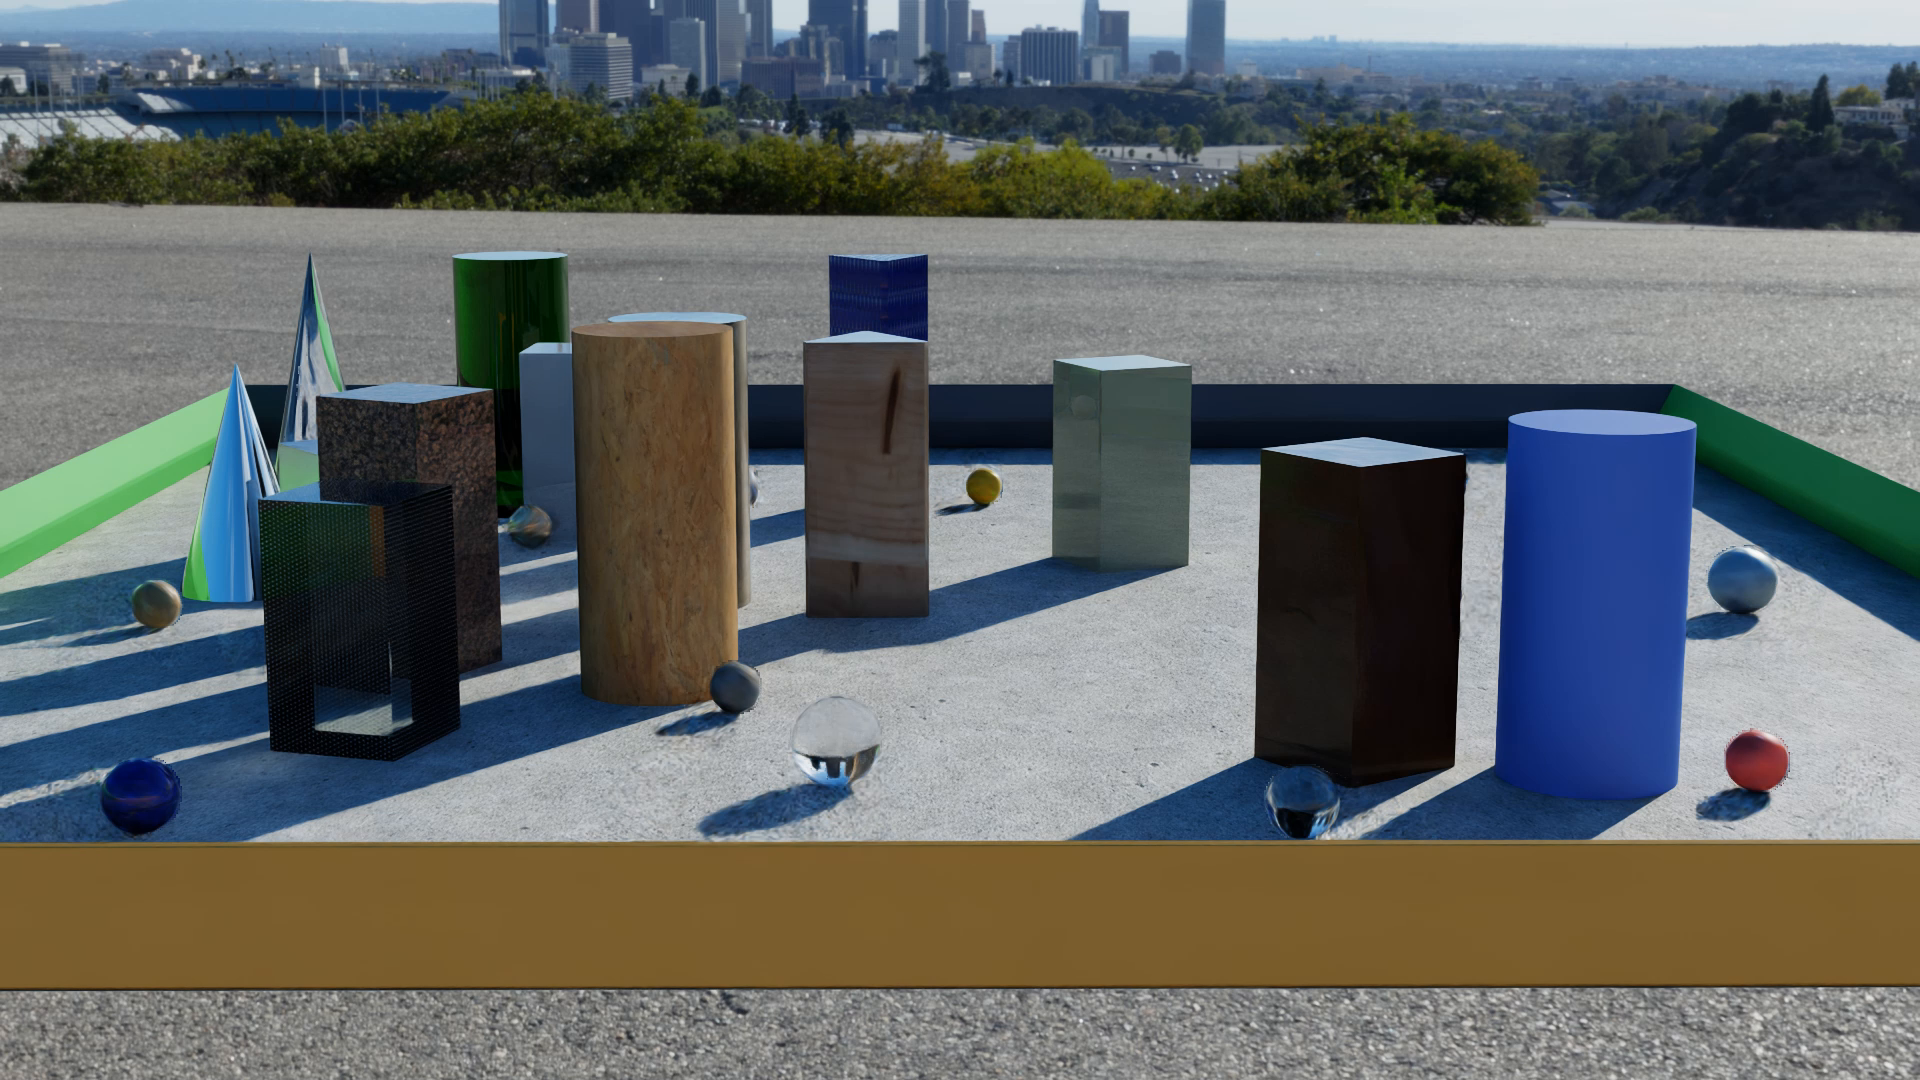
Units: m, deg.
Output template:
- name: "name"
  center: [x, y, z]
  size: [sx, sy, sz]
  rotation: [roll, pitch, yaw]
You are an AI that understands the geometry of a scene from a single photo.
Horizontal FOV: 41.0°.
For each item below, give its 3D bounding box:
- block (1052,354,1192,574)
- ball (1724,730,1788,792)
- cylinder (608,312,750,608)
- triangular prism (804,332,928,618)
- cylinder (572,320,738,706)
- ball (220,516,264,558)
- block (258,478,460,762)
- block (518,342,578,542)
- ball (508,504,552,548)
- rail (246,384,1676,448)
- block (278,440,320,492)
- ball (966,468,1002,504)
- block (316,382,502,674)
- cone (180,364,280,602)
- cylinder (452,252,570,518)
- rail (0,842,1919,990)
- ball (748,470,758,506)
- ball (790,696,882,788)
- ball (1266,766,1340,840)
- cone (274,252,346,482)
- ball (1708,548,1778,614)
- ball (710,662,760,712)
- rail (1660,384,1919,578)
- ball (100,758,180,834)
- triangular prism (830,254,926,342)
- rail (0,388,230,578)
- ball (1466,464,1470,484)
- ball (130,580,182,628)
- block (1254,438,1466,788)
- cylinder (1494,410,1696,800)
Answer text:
- name: "block"
  center: [0.235, -0.113, 3.753]
  size: [0.148, 0.294, 0.148]
  rotation: [-5, 12, -25]
- name: "ball"
  center: [0.803, 0.223, 2.588]
  size: [0.061, 0.061, 0.061]
  rotation: [0, 11, 0]
- name: "cylinder"
  center: [-0.377, -0.106, 3.463]
  size: [0.185, 0.386, 0.185]
  rotation: [0, 11, 0]
- name: "triangular prism"
  center: [-0.125, -0.090, 3.434]
  size: [0.160, 0.366, 0.138]
  rotation: [0, 11, -2]
- name: "cylinder"
  center: [-0.353, -0.035, 2.982]
  size: [0.185, 0.423, 0.185]
  rotation: [0, 11, 0]
- name: "ball"
  center: [-1.063, -0.003, 3.797]
  size: [0.061, 0.061, 0.061]
  rotation: [0, 11, 0]
- name: "block"
  center: [-0.644, 0.082, 2.764]
  size: [0.148, 0.273, 0.148]
  rotation: [3, 11, 17]
- name: "block"
  center: [-0.593, -0.154, 3.982]
  size: [0.148, 0.289, 0.148]
  rotation: [0, 11, 1]
- name: "ball"
  center: [-0.650, -0.020, 3.877]
  size: [0.065, 0.065, 0.065]
  rotation: [0, 11, 0]
- name: "rail"
  center: [-0.008, -0.231, 4.849]
  size: [2.734, 0.120, 0.045]
  rotation: [0, 11, 0]
- name: "block"
  center: [-0.785, -0.008, 3.349]
  size: [0.148, 0.235, 0.148]
  rotation: [-8, 13, -37]
- name: "ball"
  center: [0.039, -0.090, 4.262]
  size: [0.060, 0.060, 0.060]
  rotation: [0, 11, 0]
- name: "block"
  center: [-0.662, -0.011, 3.094]
  size: [0.148, 0.335, 0.148]
  rotation: [5, 12, 27]
- name: "cone"
  center: [-0.995, -0.089, 3.555]
  size: [0.185, 0.319, 0.185]
  rotation: [0, 11, 0]
- name: "cylinder"
  center: [-0.727, -0.256, 4.186]
  size: [0.185, 0.415, 0.185]
  rotation: [0, 11, 0]
- name: "rail"
  center: [0.008, 0.293, 2.050]
  size: [2.734, 0.120, 0.045]
  rotation: [0, 11, 0]
- name: "ball"
  center: [-0.367, -0.083, 4.173]
  size: [0.080, 0.080, 0.080]
  rotation: [0, 11, 0]
- name: "ball"
  center: [-0.126, 0.205, 2.600]
  size: [0.092, 0.092, 0.092]
  rotation: [0, 11, 0]
- name: "ball"
  center: [0.324, 0.248, 2.428]
  size: [0.070, 0.070, 0.070]
  rotation: [0, 11, 0]
- name: "cone"
  center: [-0.947, -0.201, 3.781]
  size: [0.185, 0.456, 0.185]
  rotation: [0, 11, 0]
- name: "ball"
  center: [1.042, 0.054, 3.415]
  size: [0.089, 0.089, 0.089]
  rotation: [0, 11, 0]
- name: "ball"
  center: [-0.254, 0.167, 2.899]
  size: [0.057, 0.057, 0.057]
  rotation: [0, 11, 0]
- name: "rail"
  center: [1.343, 0.029, 3.457]
  size: [0.045, 0.120, 2.895]
  rotation: [0, 11, 0]
- name: "ball"
  center: [-0.782, 0.244, 2.446]
  size: [0.073, 0.073, 0.073]
  rotation: [0, 11, 0]
- name: "triangular prism"
  center: [-0.111, -0.261, 4.220]
  size: [0.138, 0.412, 0.160]
  rotation: [-8, 13, -35]
- name: "rail"
  center: [-1.343, 0.032, 3.442]
  size: [0.045, 0.120, 2.895]
  rotation: [0, 11, 0]
- name: "ball"
  center: [0.835, -0.111, 4.367]
  size: [0.064, 0.064, 0.064]
  rotation: [0, 11, 0]
- name: "ball"
  center: [-1.044, 0.083, 3.331]
  size: [0.063, 0.063, 0.063]
  rotation: [0, 11, 0]
- name: "block"
  center: [0.414, 0.071, 2.669]
  size: [0.148, 0.330, 0.148]
  rotation: [-7, 13, -34]
- name: "cylinder"
  center: [0.646, 0.062, 2.616]
  size: [0.185, 0.368, 0.185]
  rotation: [0, 11, 0]
